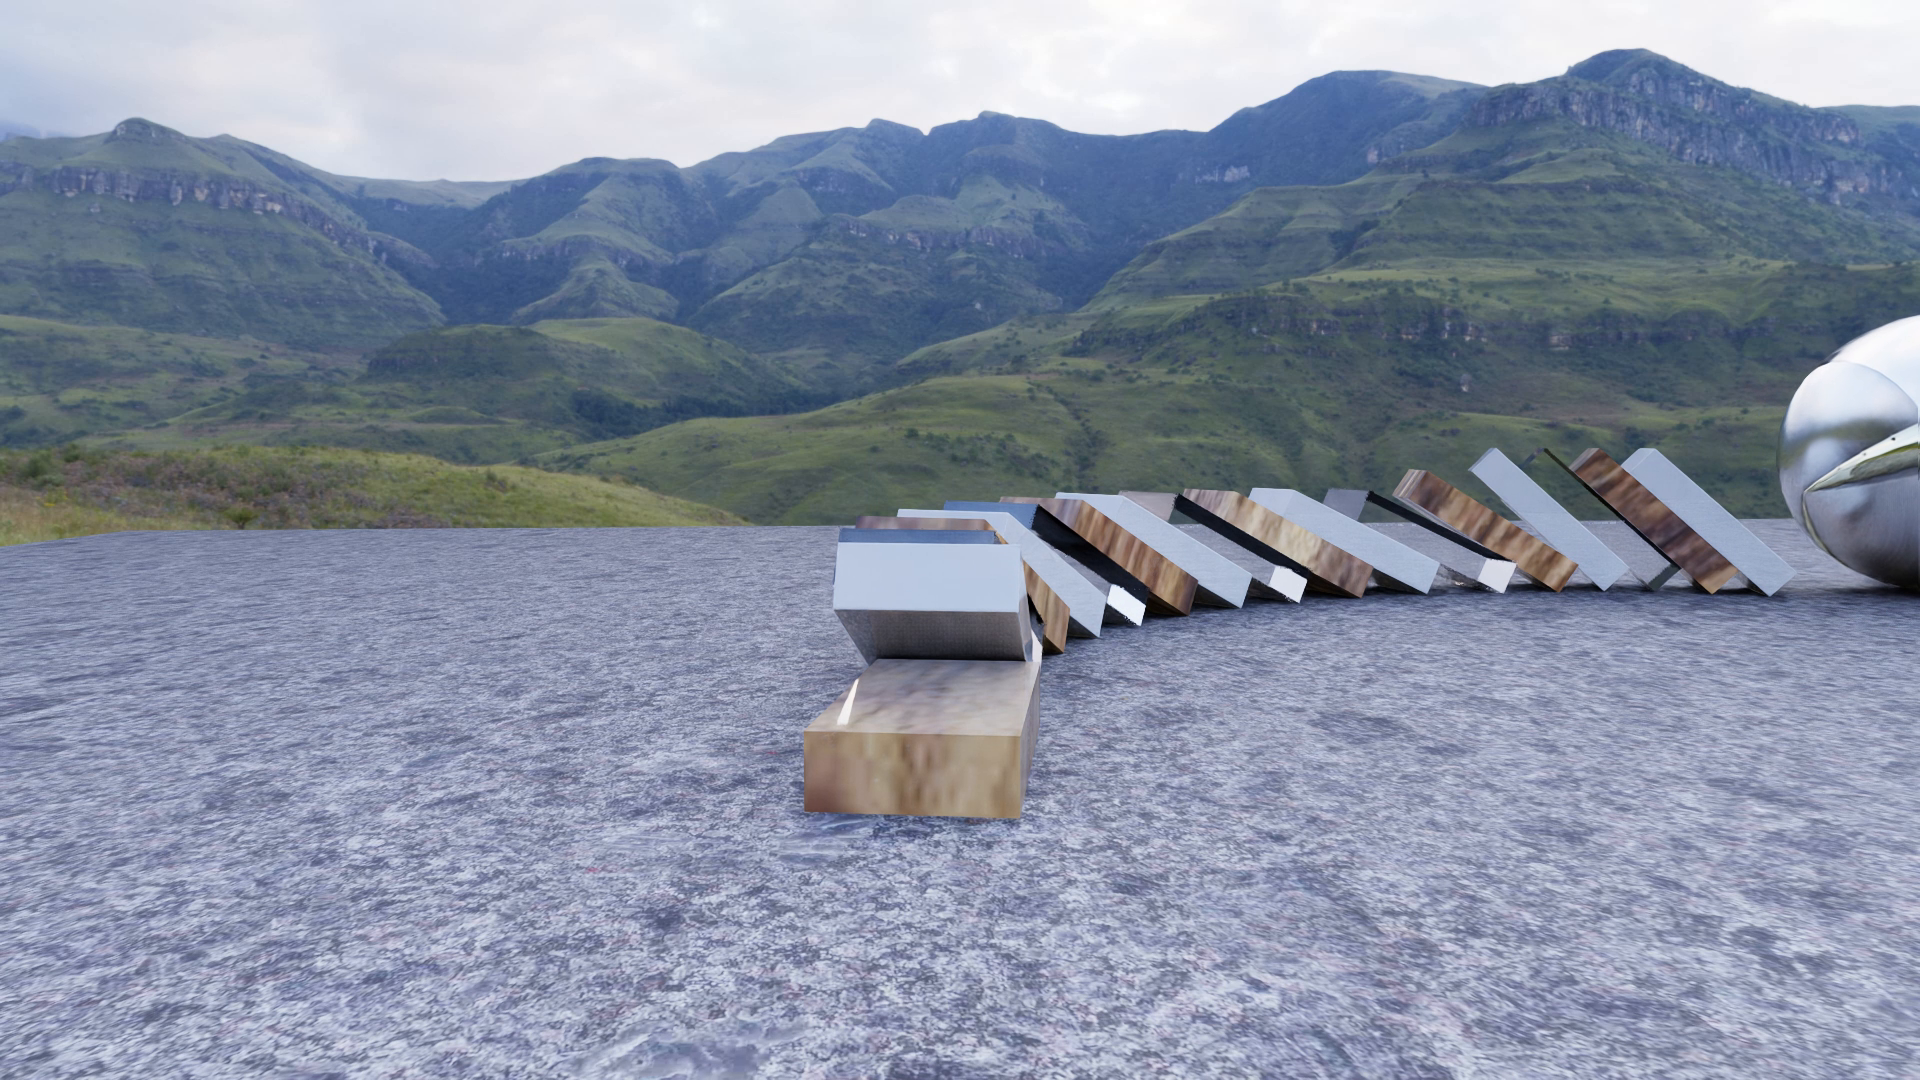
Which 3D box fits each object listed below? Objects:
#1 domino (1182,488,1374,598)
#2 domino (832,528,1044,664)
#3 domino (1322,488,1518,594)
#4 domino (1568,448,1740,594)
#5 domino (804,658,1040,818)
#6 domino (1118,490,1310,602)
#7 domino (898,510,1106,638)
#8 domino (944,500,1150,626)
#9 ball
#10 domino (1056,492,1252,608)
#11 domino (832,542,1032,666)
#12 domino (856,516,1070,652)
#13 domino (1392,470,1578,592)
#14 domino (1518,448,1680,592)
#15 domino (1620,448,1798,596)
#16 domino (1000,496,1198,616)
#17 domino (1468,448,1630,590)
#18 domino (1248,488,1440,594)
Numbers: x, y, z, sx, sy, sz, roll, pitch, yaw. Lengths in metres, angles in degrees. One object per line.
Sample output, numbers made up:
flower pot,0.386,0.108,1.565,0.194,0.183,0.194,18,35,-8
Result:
domino,0.087,0.001,0.357,0.050,0.010,0.025,25,-6,-21
domino,-0.002,0.011,0.221,0.025,0.009,0.050,1,-20,13
domino,0.132,0.000,0.373,0.050,0.009,0.025,24,0,-11
domino,0.202,-0.006,0.377,0.050,0.010,0.025,45,16,11
domino,-0.003,0.025,0.172,0.025,0.009,0.050,0,4,6
domino,0.067,0.002,0.344,0.050,0.010,0.025,27,-9,-28
domino,0.009,0.008,0.269,0.025,0.009,0.050,3,-20,31
domino,0.020,0.006,0.291,0.025,0.010,0.050,4,-20,39
ball,0.281,-0.025,0.367,0.080,0.080,0.080,0,4,0
domino,0.049,0.003,0.329,0.050,0.009,0.025,28,-12,-33
domino,-0.002,0.013,0.196,0.025,0.010,0.050,1,-20,6
domino,0.001,0.009,0.246,0.025,0.009,0.050,2,-20,24
domino,0.155,-0.003,0.381,0.050,0.010,0.025,33,8,4
domino,0.190,-0.007,0.383,0.050,0.009,0.025,46,16,11
domino,0.215,-0.006,0.372,0.050,0.010,0.025,45,16,10
domino,0.033,0.004,0.310,0.025,0.009,0.050,4,-19,45
domino,0.175,-0.007,0.384,0.050,0.010,0.025,46,16,11
domino,0.108,0.000,0.367,0.050,0.009,0.025,25,-2,-13
